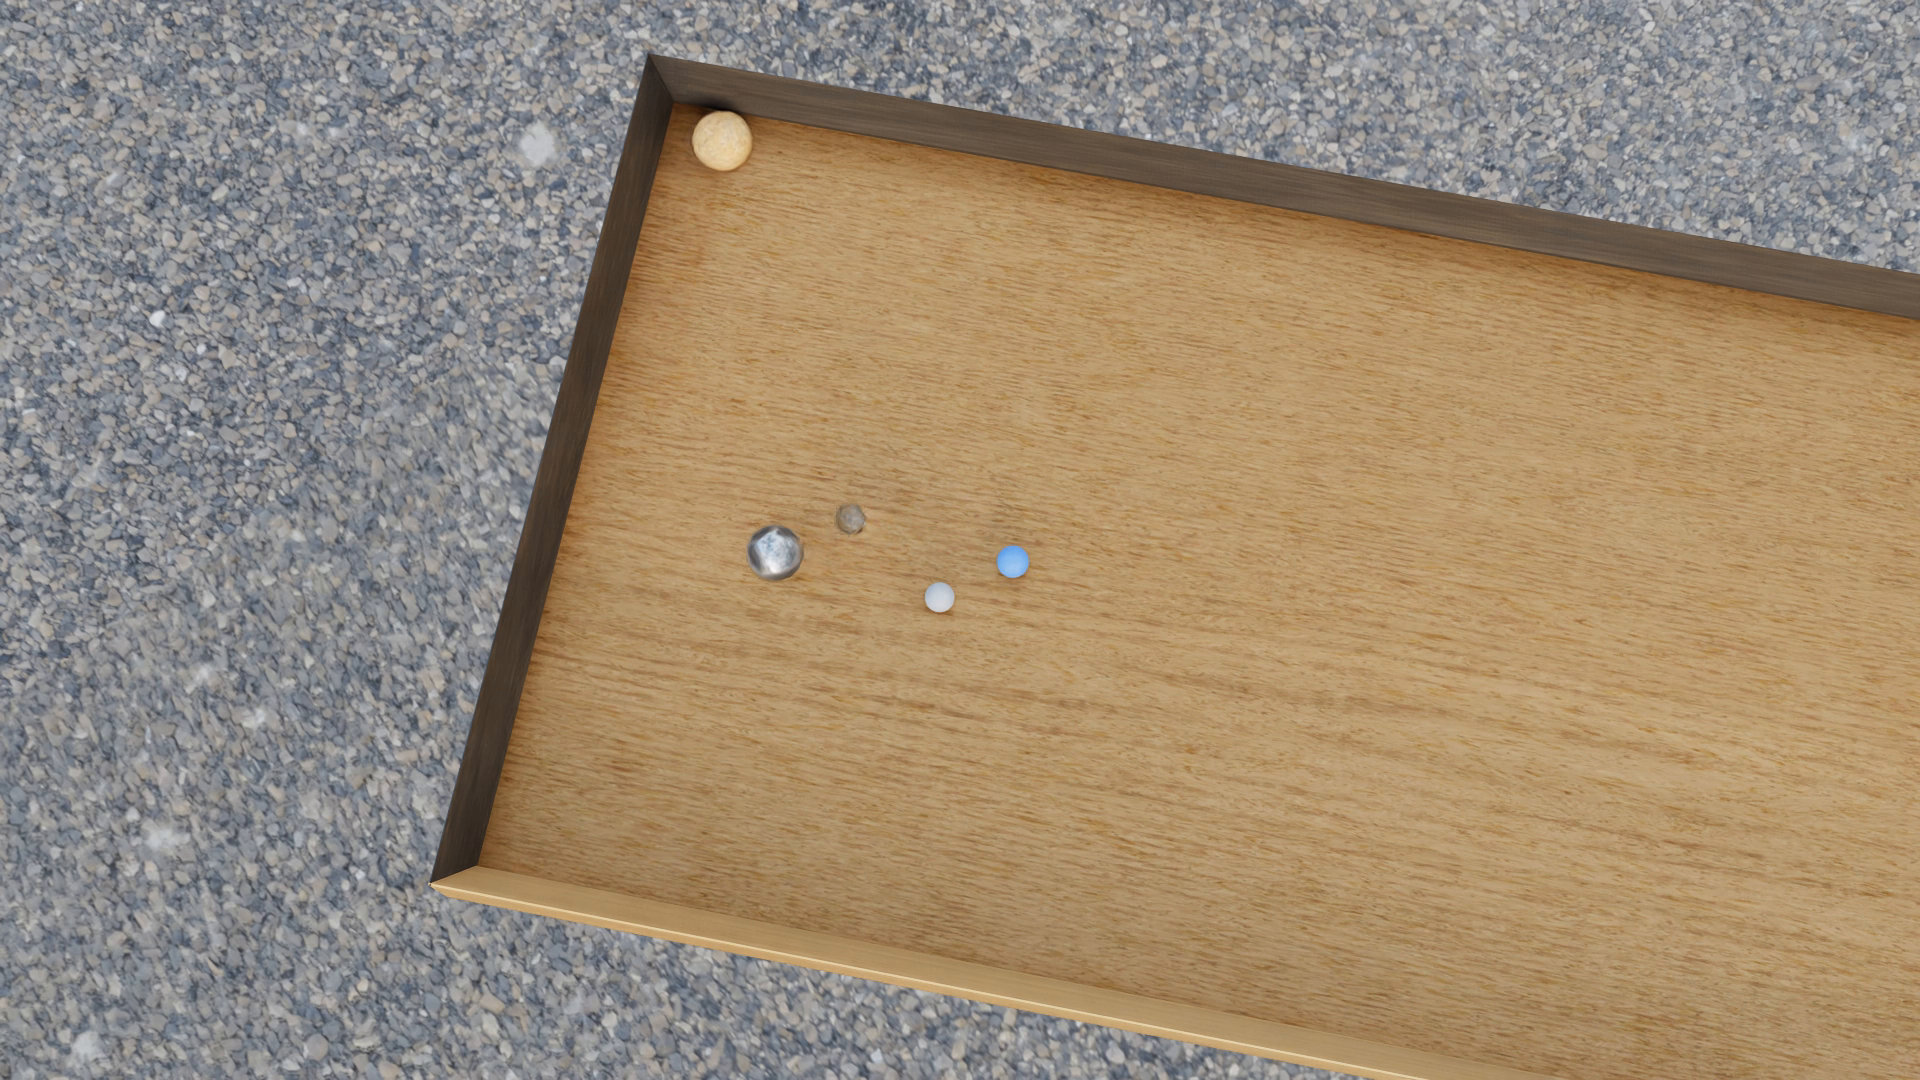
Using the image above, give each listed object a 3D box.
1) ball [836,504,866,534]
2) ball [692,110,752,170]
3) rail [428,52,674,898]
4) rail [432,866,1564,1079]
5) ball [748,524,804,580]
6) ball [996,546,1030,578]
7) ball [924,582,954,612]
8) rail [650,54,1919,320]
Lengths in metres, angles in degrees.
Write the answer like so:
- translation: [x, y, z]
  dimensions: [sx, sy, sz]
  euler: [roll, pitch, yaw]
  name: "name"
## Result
- translation: [-0.169, -0.033, 3.403]
  dimensions: [0.047, 0.047, 0.047]
  euler: [0, 73, 0]
  name: "ball"
- translation: [-0.386, -0.648, 3.565]
  dimensions: [0.096, 0.096, 0.096]
  euler: [0, 73, 0]
  name: "ball"
- translation: [-0.607, -0.122, 3.388]
  dimensions: [0.045, 0.125, 1.357]
  euler: [10, 73, 3]
  name: "rail"
- translation: [0.505, 0.721, 3.131]
  dimensions: [2.566, 0.125, 0.045]
  euler: [10, 73, 3]
  name: "rail"
- translation: [-0.282, 0.019, 3.367]
  dimensions: [0.086, 0.086, 0.086]
  euler: [0, 73, 0]
  name: "ball"
- translation: [0.081, 0.033, 3.381]
  dimensions: [0.050, 0.050, 0.050]
  euler: [0, 73, 0]
  name: "ball"
- translation: [-0.031, 0.088, 3.366]
  dimensions: [0.046, 0.046, 0.046]
  euler: [0, 73, 0]
  name: "ball"
- translation: [0.754, -0.508, 3.506]
  dimensions: [2.566, 0.125, 0.045]
  euler: [10, 73, 3]
  name: "rail"
